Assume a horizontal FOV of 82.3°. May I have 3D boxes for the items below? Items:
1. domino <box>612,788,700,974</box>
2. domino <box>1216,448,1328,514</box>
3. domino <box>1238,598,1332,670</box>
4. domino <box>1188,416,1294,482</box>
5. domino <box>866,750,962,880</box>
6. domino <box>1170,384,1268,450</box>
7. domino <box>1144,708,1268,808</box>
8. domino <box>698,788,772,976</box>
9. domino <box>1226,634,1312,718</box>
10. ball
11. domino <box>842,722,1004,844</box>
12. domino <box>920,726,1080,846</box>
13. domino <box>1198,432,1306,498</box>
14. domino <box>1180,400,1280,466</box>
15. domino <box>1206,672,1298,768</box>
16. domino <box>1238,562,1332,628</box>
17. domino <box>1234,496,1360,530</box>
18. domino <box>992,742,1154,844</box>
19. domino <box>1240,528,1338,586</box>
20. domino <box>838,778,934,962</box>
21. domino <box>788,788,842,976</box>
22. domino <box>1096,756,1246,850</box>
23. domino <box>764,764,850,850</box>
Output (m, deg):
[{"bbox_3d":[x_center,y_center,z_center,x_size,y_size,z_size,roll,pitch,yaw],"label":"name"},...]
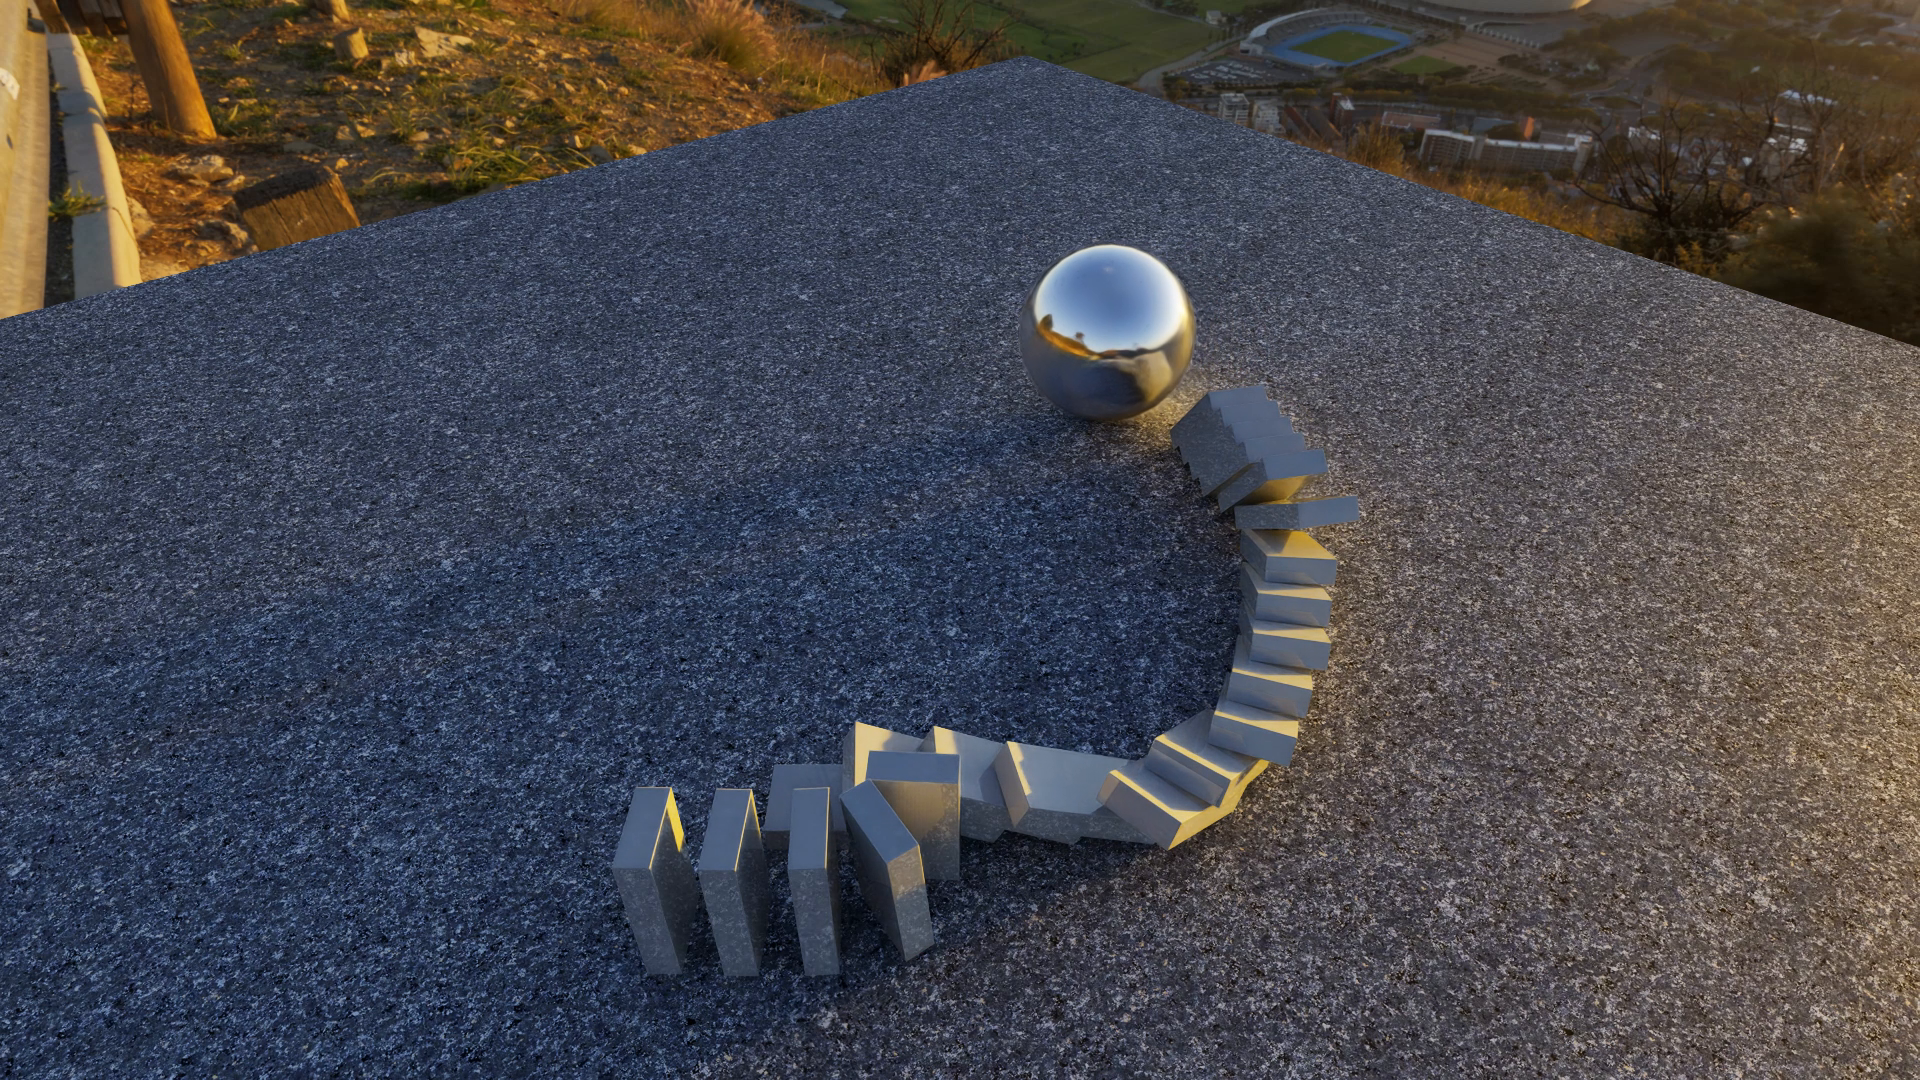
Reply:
[{"bbox_3d":[-0.082,0.093,0.298,0.009,0.050,0.025,1,39,1],"label":"domino"},{"bbox_3d":[0.125,-0.023,0.444,0.025,0.050,0.009,-8,78,-9],"label":"domino"},{"bbox_3d":[0.113,0.032,0.386,0.025,0.010,0.050,7,11,9],"label":"domino"},{"bbox_3d":[0.117,-0.038,0.461,0.025,0.050,0.009,-8,78,-10],"label":"domino"},{"bbox_3d":[-0.013,0.079,0.314,0.025,0.050,0.009,2,43,2],"label":"domino"},{"bbox_3d":[0.112,-0.053,0.480,0.025,0.050,0.010,-8,78,-10],"label":"domino"},{"bbox_3d":[0.079,0.067,0.343,0.025,0.009,0.050,26,16,27],"label":"domino"},{"bbox_3d":[-0.060,0.093,0.298,0.010,0.050,0.025,1,39,1],"label":"domino"},{"bbox_3d":[0.104,0.045,0.370,0.025,0.009,0.050,12,12,14],"label":"domino"},{"bbox_3d":[0.067,-0.094,0.503,0.080,0.080,0.080,0,39,0],"label":"ball"},{"bbox_3d":[-0.011,0.074,0.336,0.050,0.009,0.025,18,37,-19],"label":"domino"},{"bbox_3d":[0.013,0.075,0.336,0.050,0.010,0.025,18,34,-20],"label":"domino"},{"bbox_3d":[0.120,-0.030,0.452,0.025,0.050,0.010,-8,78,-10],"label":"domino"},{"bbox_3d":[0.115,-0.045,0.471,0.025,0.050,0.009,-8,78,-10],"label":"domino"},{"bbox_3d":[0.096,0.057,0.355,0.025,0.010,0.050,15,13,16],"label":"domino"},{"bbox_3d":[0.118,0.019,0.402,0.025,0.010,0.050,6,12,7],"label":"domino"},{"bbox_3d":[0.131,-0.011,0.433,0.025,0.009,0.050,-7,2,-13],"label":"domino"},{"bbox_3d":[0.037,0.077,0.333,0.050,0.010,0.025,13,33,-26],"label":"domino"},{"bbox_3d":[0.124,0.006,0.419,0.025,0.009,0.050,3,12,3],"label":"domino"},{"bbox_3d":[-0.020,0.091,0.300,0.010,0.050,0.025,-26,46,-22],"label":"domino"},{"bbox_3d":[-0.039,0.093,0.298,0.010,0.050,0.025,-2,39,-3],"label":"domino"},{"bbox_3d":[0.064,0.076,0.331,0.025,0.010,0.050,32,19,30],"label":"domino"},{"bbox_3d":[-0.034,0.083,0.342,0.050,0.010,0.025,0,39,0],"label":"domino"}]
